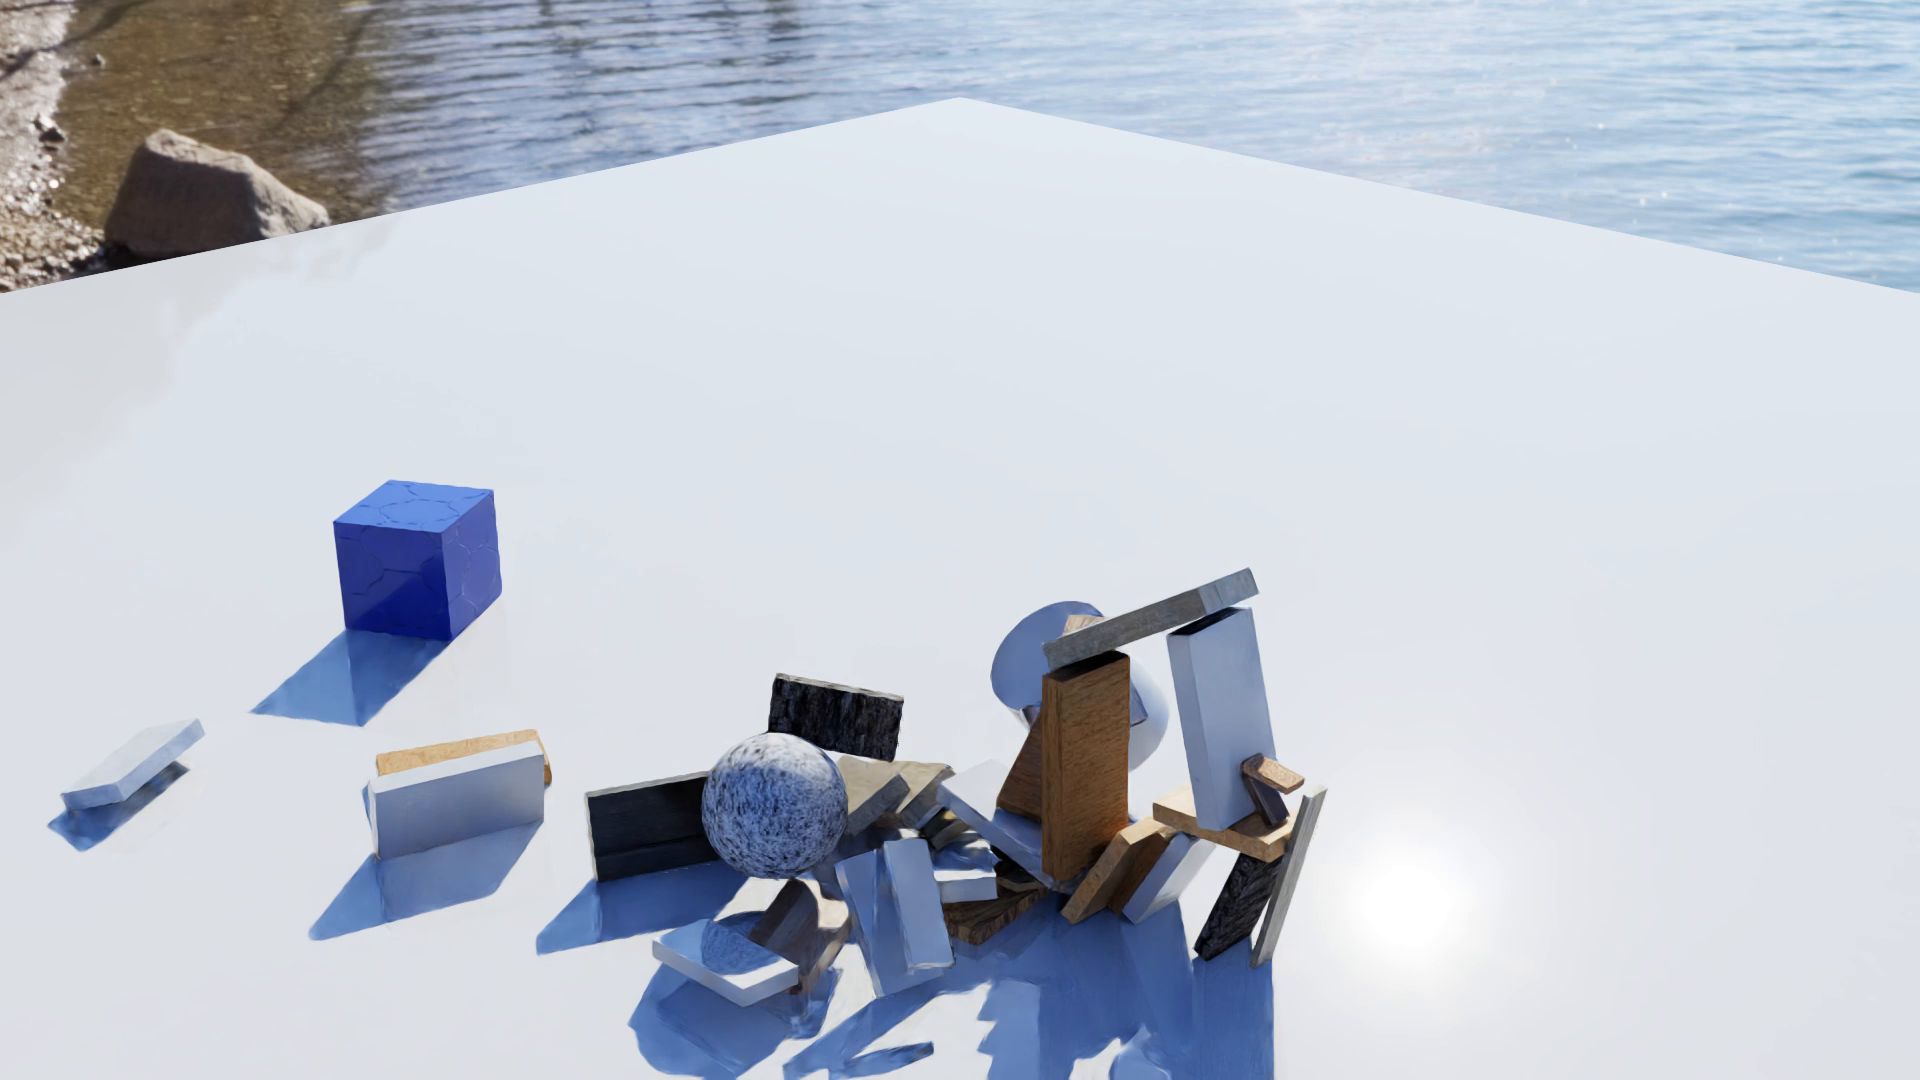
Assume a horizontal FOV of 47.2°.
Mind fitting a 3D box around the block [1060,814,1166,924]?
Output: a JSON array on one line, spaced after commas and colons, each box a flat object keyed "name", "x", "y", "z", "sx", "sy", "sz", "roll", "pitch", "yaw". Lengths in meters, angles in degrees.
[{"name": "block", "x": 0.281, "y": 0.605, "z": 4.039, "sx": 0.033, "sy": 0.230, "sz": 0.115, "roll": 46, "pitch": 36, "yaw": 22}]

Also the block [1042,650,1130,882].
[{"name": "block", "x": 0.227, "y": 0.406, "z": 3.976, "sx": 0.177, "sy": 0.387, "sz": 0.050, "roll": -18, "pitch": 26, "yaw": -41}]

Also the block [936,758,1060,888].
[{"name": "block", "x": 0.114, "y": 0.530, "z": 4.150, "sx": 0.299, "sy": 0.042, "sz": 0.149, "roll": 34, "pitch": 37, "yaw": 32}]

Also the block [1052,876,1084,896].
[{"name": "block", "x": 0.209, "y": 0.649, "z": 4.145, "sx": 0.054, "sy": 0.015, "sz": 0.107, "roll": 14, "pitch": 5, "yaw": 10}]

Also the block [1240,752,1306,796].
[{"name": "block", "x": 0.542, "y": 0.406, "z": 3.818, "sx": 0.103, "sy": 0.015, "sz": 0.051, "roll": 28, "pitch": 35, "yaw": 37}]

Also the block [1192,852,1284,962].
[{"name": "block", "x": 0.512, "y": 0.634, "z": 3.939, "sx": 0.130, "sy": 0.259, "sz": 0.037, "roll": -21, "pitch": 52, "yaw": -41}]

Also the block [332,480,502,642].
[{"name": "block", "x": -1.301, "y": 0.045, "z": 5.298, "sx": 0.278, "sy": 0.278, "sz": 0.278, "roll": 6, "pitch": 24, "yaw": 13}]

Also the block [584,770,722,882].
[{"name": "block", "x": -0.549, "y": 0.545, "z": 4.254, "sx": 0.335, "sy": 0.167, "sz": 0.047, "roll": -8, "pitch": 9, "yaw": -19}]

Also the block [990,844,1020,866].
[{"name": "block", "x": 0.093, "y": 0.598, "z": 4.178, "sx": 0.061, "sy": 0.017, "sz": 0.121, "roll": 23, "pitch": -12, "yaw": 12}]

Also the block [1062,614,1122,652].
[{"name": "block", "x": 0.244, "y": 0.230, "z": 4.263, "sx": 0.112, "sy": 0.032, "sz": 0.225, "roll": 4, "pitch": 38, "yaw": 15}]

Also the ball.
[{"name": "ball", "x": -0.345, "y": 0.495, "z": 4.095, "sx": 0.273, "sy": 0.273, "sz": 0.273, "roll": 0, "pitch": 23, "yaw": 0}]

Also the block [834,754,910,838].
[{"name": "block", "x": -0.218, "y": 0.501, "z": 4.332, "sx": 0.145, "sy": 0.041, "sz": 0.291, "roll": -39, "pitch": 16, "yaw": -18}]

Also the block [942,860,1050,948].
[{"name": "block", "x": 0.056, "y": 0.679, "z": 4.120, "sx": 0.115, "sy": 0.033, "sz": 0.230, "roll": 17, "pitch": 28, "yaw": 34}]

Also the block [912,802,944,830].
[{"name": "block", "x": -0.098, "y": 0.515, "z": 4.342, "sx": 0.104, "sy": 0.030, "sz": 0.209, "roll": -41, "pitch": 17, "yaw": -22}]

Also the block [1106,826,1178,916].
[{"name": "block", "x": 0.364, "y": 0.596, "z": 4.071, "sx": 0.115, "sy": 0.230, "sz": 0.033, "roll": -22, "pitch": 61, "yaw": -42}]

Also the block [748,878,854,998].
[{"name": "block", "x": -0.294, "y": 0.720, "z": 4.009, "sx": 0.149, "sy": 0.042, "sz": 0.299, "roll": 7, "pitch": 24, "yaw": 16}]

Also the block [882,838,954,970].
[{"name": "block", "x": -0.075, "y": 0.637, "z": 3.859, "sx": 0.078, "sy": 0.022, "sz": 0.235, "roll": 1, "pitch": 56, "yaw": -24}]

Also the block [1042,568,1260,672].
[{"name": "block", "x": 0.334, "y": 0.140, "z": 3.877, "sx": 0.355, "sy": 0.050, "sz": 0.177, "roll": -23, "pitch": -4, "yaw": 39}]

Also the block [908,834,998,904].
[{"name": "block", "x": -0.016, "y": 0.617, "z": 4.148, "sx": 0.149, "sy": 0.042, "sz": 0.299, "roll": -4, "pitch": 8, "yaw": -3}]

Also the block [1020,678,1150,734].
[{"name": "block", "x": 0.241, "y": 0.340, "z": 4.277, "sx": 0.225, "sy": 0.113, "sz": 0.032, "roll": -21, "pitch": -14, "yaw": -13}]

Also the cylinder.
[{"name": "cylinder", "x": 0.248, "y": 0.314, "z": 4.521, "sx": 0.272, "sy": 0.272, "sz": 0.272, "roll": -22, "pitch": 42, "yaw": 21}]

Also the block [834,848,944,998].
[{"name": "block", "x": -0.126, "y": 0.672, "z": 3.895, "sx": 0.123, "sy": 0.247, "sz": 0.035, "roll": -14, "pitch": -9, "yaw": -30}]

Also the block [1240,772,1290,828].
[{"name": "block", "x": 0.534, "y": 0.447, "z": 3.843, "sx": 0.051, "sy": 0.103, "sz": 0.015, "roll": -22, "pitch": -8, "yaw": -41}]

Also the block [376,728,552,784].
[{"name": "block", "x": -1.033, "y": 0.476, "z": 4.578, "sx": 0.335, "sy": 0.047, "sz": 0.167, "roll": -8, "pitch": 24, "yaw": -19}]

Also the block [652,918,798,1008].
[{"name": "block", "x": -0.413, "y": 0.737, "z": 3.850, "sx": 0.247, "sy": 0.035, "sz": 0.123, "roll": 17, "pitch": 23, "yaw": 41}]

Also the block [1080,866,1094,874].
[{"name": "block", "x": 0.234, "y": 0.618, "z": 4.196, "sx": 0.209, "sy": 0.030, "sz": 0.104, "roll": 4, "pitch": -3, "yaw": 6}]

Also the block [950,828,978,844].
[{"name": "block", "x": -0.003, "y": 0.565, "z": 4.292, "sx": 0.061, "sy": 0.017, "sz": 0.122, "roll": -4, "pitch": 9, "yaw": -5}]

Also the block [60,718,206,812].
[{"name": "block", "x": -1.711, "y": 0.463, "z": 4.560, "sx": 0.145, "sy": 0.041, "sz": 0.291, "roll": -12, "pitch": 18, "yaw": 20}]

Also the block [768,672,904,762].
[{"name": "block", "x": -0.237, "y": 0.337, "z": 4.175, "sx": 0.247, "sy": 0.123, "sz": 0.035, "roll": 10, "pitch": 15, "yaw": 6}]

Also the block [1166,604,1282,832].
[{"name": "block", "x": 0.464, "y": 0.309, "z": 3.845, "sx": 0.177, "sy": 0.355, "sz": 0.050, "roll": -22, "pitch": 16, "yaw": -41}]

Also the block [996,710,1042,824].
[{"name": "block", "x": 0.166, "y": 0.427, "z": 4.170, "sx": 0.113, "sy": 0.032, "sz": 0.225, "roll": 21, "pitch": 58, "yaw": 12}]

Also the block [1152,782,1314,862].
[{"name": "block", "x": 0.484, "y": 0.495, "z": 3.909, "sx": 0.259, "sy": 0.037, "sz": 0.130, "roll": 16, "pitch": 27, "yaw": 42}]

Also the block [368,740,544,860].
[{"name": "block", "x": -0.988, "y": 0.512, "z": 4.332, "sx": 0.335, "sy": 0.167, "sz": 0.047, "roll": -12, "pitch": 36, "yaw": -26}]

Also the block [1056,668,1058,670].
[{"name": "block", "x": 0.225, "y": 0.301, "z": 4.135, "sx": 0.078, "sy": 0.157, "sz": 0.022, "roll": -6, "pitch": -20, "yaw": 13}]

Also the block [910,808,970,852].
[{"name": "block", "x": -0.043, "y": 0.539, "z": 4.284, "sx": 0.104, "sy": 0.030, "sz": 0.209, "roll": -34, "pitch": 16, "yaw": -13}]

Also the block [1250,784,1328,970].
[{"name": "block", "x": 0.575, "y": 0.594, "z": 3.860, "sx": 0.015, "sy": 0.399, "sz": 0.051, "roll": 34, "pitch": 39, "yaw": 32}]

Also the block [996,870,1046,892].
[{"name": "block", "x": 0.117, "y": 0.636, "z": 4.113, "sx": 0.054, "sy": 0.015, "sz": 0.107, "roll": 16, "pitch": 9, "yaw": 36}]

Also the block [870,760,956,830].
[{"name": "block", "x": -0.133, "y": 0.498, "z": 4.330, "sx": 0.145, "sy": 0.041, "sz": 0.291, "roll": -42, "pitch": 18, "yaw": -26}]

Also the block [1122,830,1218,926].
[{"name": "block", "x": 0.403, "y": 0.597, "z": 4.042, "sx": 0.130, "sy": 0.259, "sz": 0.037, "roll": -22, "pitch": 61, "yaw": -42}]
